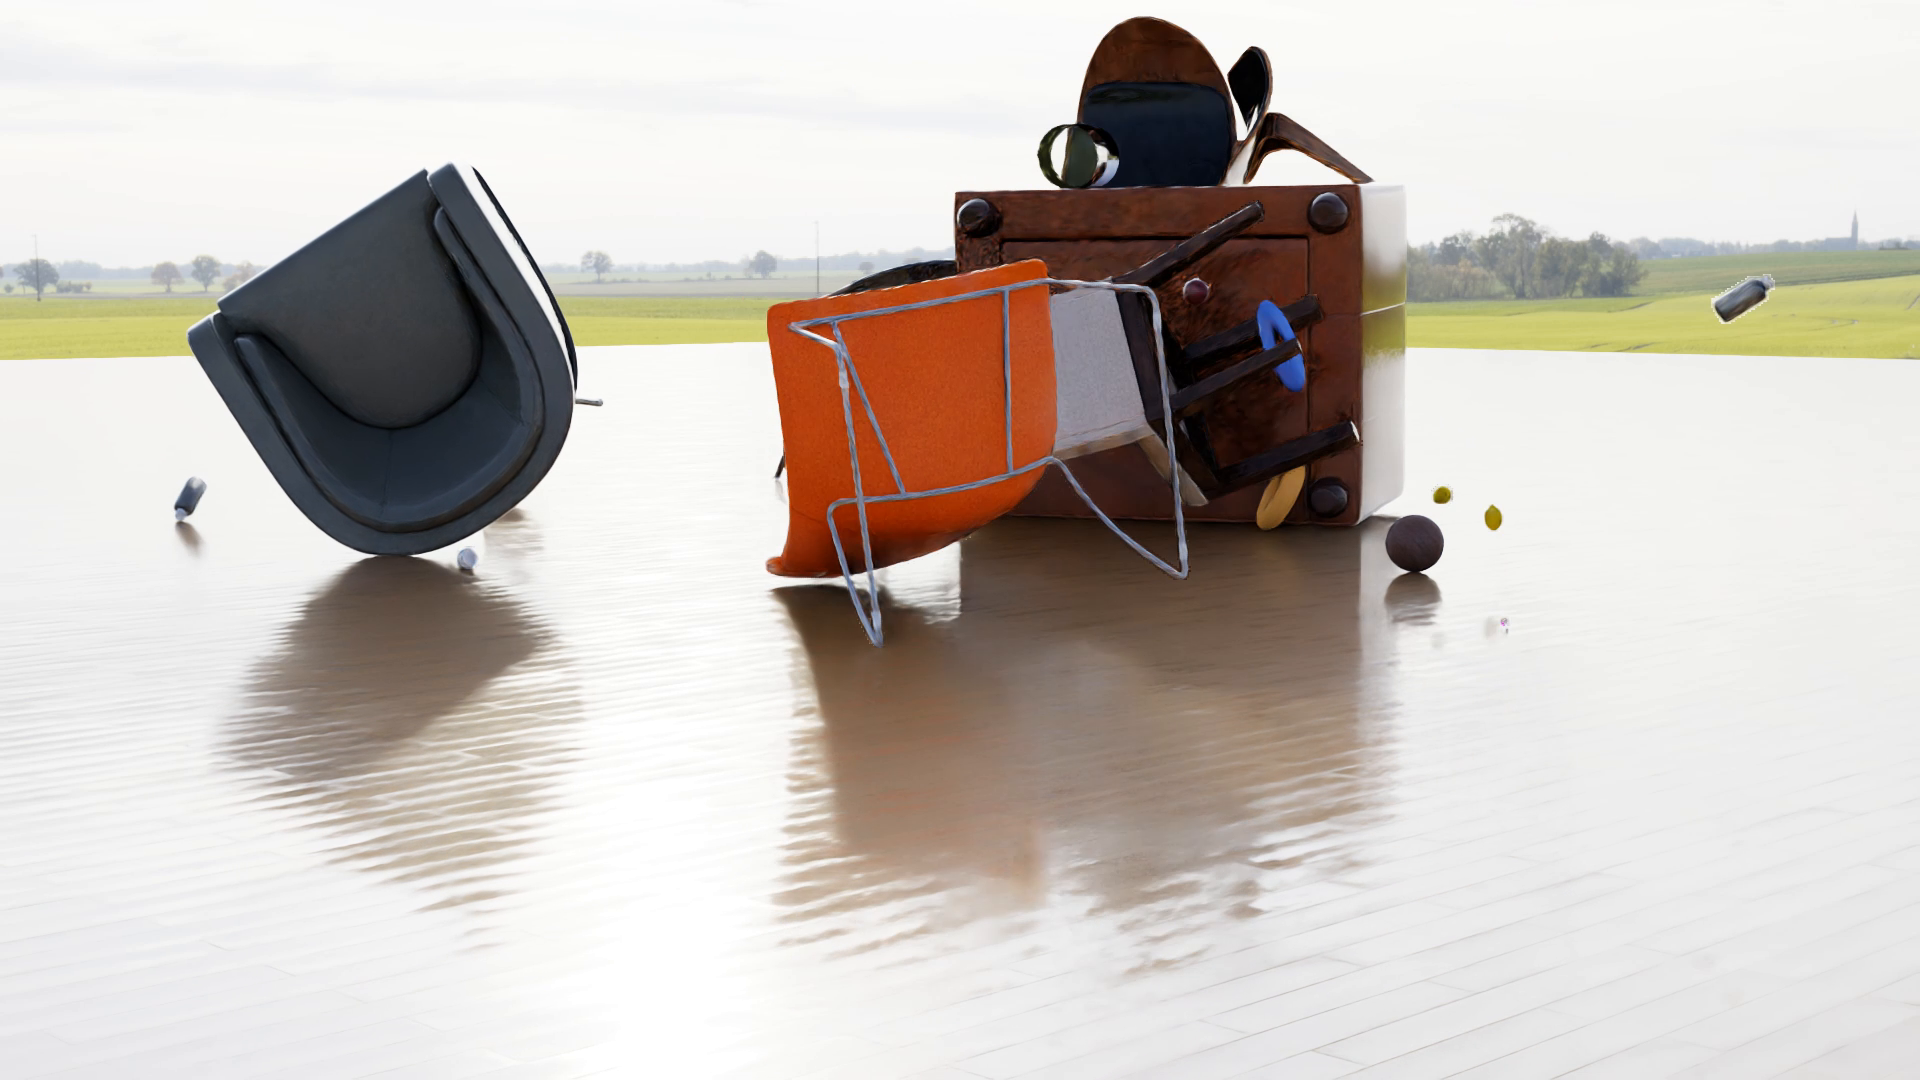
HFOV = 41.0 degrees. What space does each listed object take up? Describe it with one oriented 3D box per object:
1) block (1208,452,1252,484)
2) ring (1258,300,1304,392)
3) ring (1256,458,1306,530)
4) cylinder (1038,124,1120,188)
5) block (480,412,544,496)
[{"bbox_3d":[0.859,-0.228,8.169,0.088,0.093,0.134,-3,6,-24],"label":"block"},{"bbox_3d":[0.789,-0.475,6.301,0.086,0.242,0.039,-25,-6,32],"label":"ring"},{"bbox_3d":[0.832,-0.118,6.648,0.057,0.213,0.095,21,18,-19],"label":"ring"},{"bbox_3d":[0.329,-1.060,7.095,0.169,0.178,0.230,-35,-4,19],"label":"cylinder"},{"bbox_3d":[-1.336,-0.256,7.651,0.101,0.166,0.168,32,55,13],"label":"block"}]
